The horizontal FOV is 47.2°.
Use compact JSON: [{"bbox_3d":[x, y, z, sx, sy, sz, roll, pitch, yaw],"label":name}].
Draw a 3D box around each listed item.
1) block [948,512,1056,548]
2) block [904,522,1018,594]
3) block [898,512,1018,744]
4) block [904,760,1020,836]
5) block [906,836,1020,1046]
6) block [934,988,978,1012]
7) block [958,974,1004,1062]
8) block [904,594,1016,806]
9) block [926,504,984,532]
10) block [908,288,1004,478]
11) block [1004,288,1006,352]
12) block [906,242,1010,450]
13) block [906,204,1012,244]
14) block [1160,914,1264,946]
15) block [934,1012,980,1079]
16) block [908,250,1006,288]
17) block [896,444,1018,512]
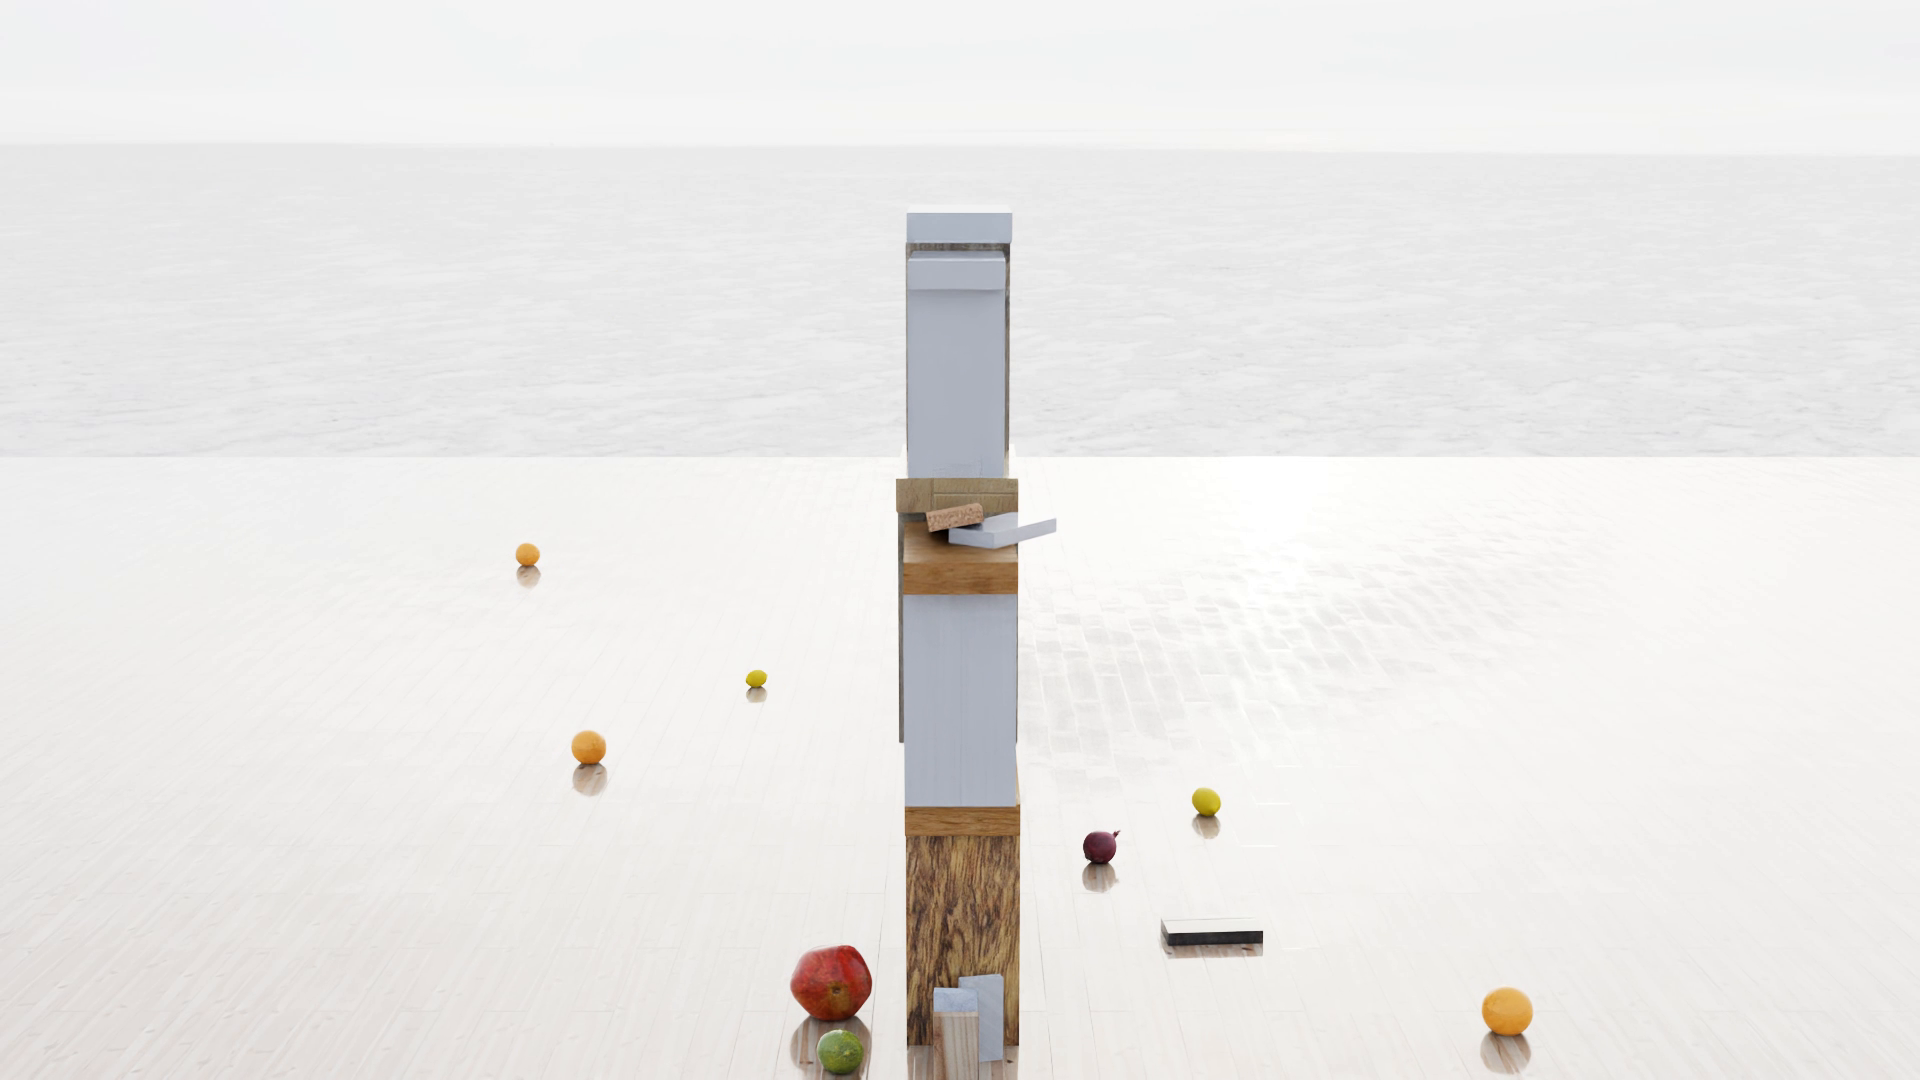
[{"bbox_3d":[0.060,-0.014,3.022,0.075,0.021,0.150,8,13,36],"label":"block"},{"bbox_3d":[-0.002,0.022,3.001,0.149,0.042,0.299,0,11,-1],"label":"block"},{"bbox_3d":[-0.003,0.123,3.252,0.176,0.353,0.050,0,10,0],"label":"block"},{"bbox_3d":[0.004,0.349,3.122,0.157,0.044,0.314,0,11,0],"label":"block"},{"bbox_3d":[0.004,0.545,3.052,0.157,0.314,0.044,0,11,0],"label":"block"},{"bbox_3d":[-0.005,0.662,2.959,0.059,0.118,0.017,1,11,4],"label":"block"},{"bbox_3d":[0.028,0.654,3.003,0.059,0.118,0.017,-3,11,-14],"label":"block"},{"bbox_3d":[0.000,0.208,2.942,0.149,0.299,0.042,0,13,0],"label":"block"},{"bbox_3d":[-0.007,-0.032,3.025,0.075,0.021,0.150,-11,3,-1],"label":"block"},{"bbox_3d":[-0.006,-0.226,3.150,0.136,0.272,0.039,0,11,0],"label":"block"},{"bbox_3d":[-0.001,-0.259,3.326,0.136,0.272,0.039,0,10,-2],"label":"block"},{"bbox_3d":[-0.003,-0.303,3.424,0.161,0.322,0.046,0,11,0],"label":"block"},{"bbox_3d":[-0.001,-0.504,3.498,0.161,0.046,0.322,0,11,0],"label":"block"},{"bbox_3d":[0.397,0.615,3.474,0.150,0.021,0.075,-1,11,-4],"label":"block"},{"bbox_3d":[-0.005,0.677,2.880,0.059,0.118,0.017,0,11,0],"label":"block"},{"bbox_3d":[-0.004,-0.396,3.212,0.136,0.039,0.272,0,11,0],"label":"block"},{"bbox_3d":[-0.003,-0.096,3.331,0.176,0.050,0.353,0,11,0],"label":"block"}]
